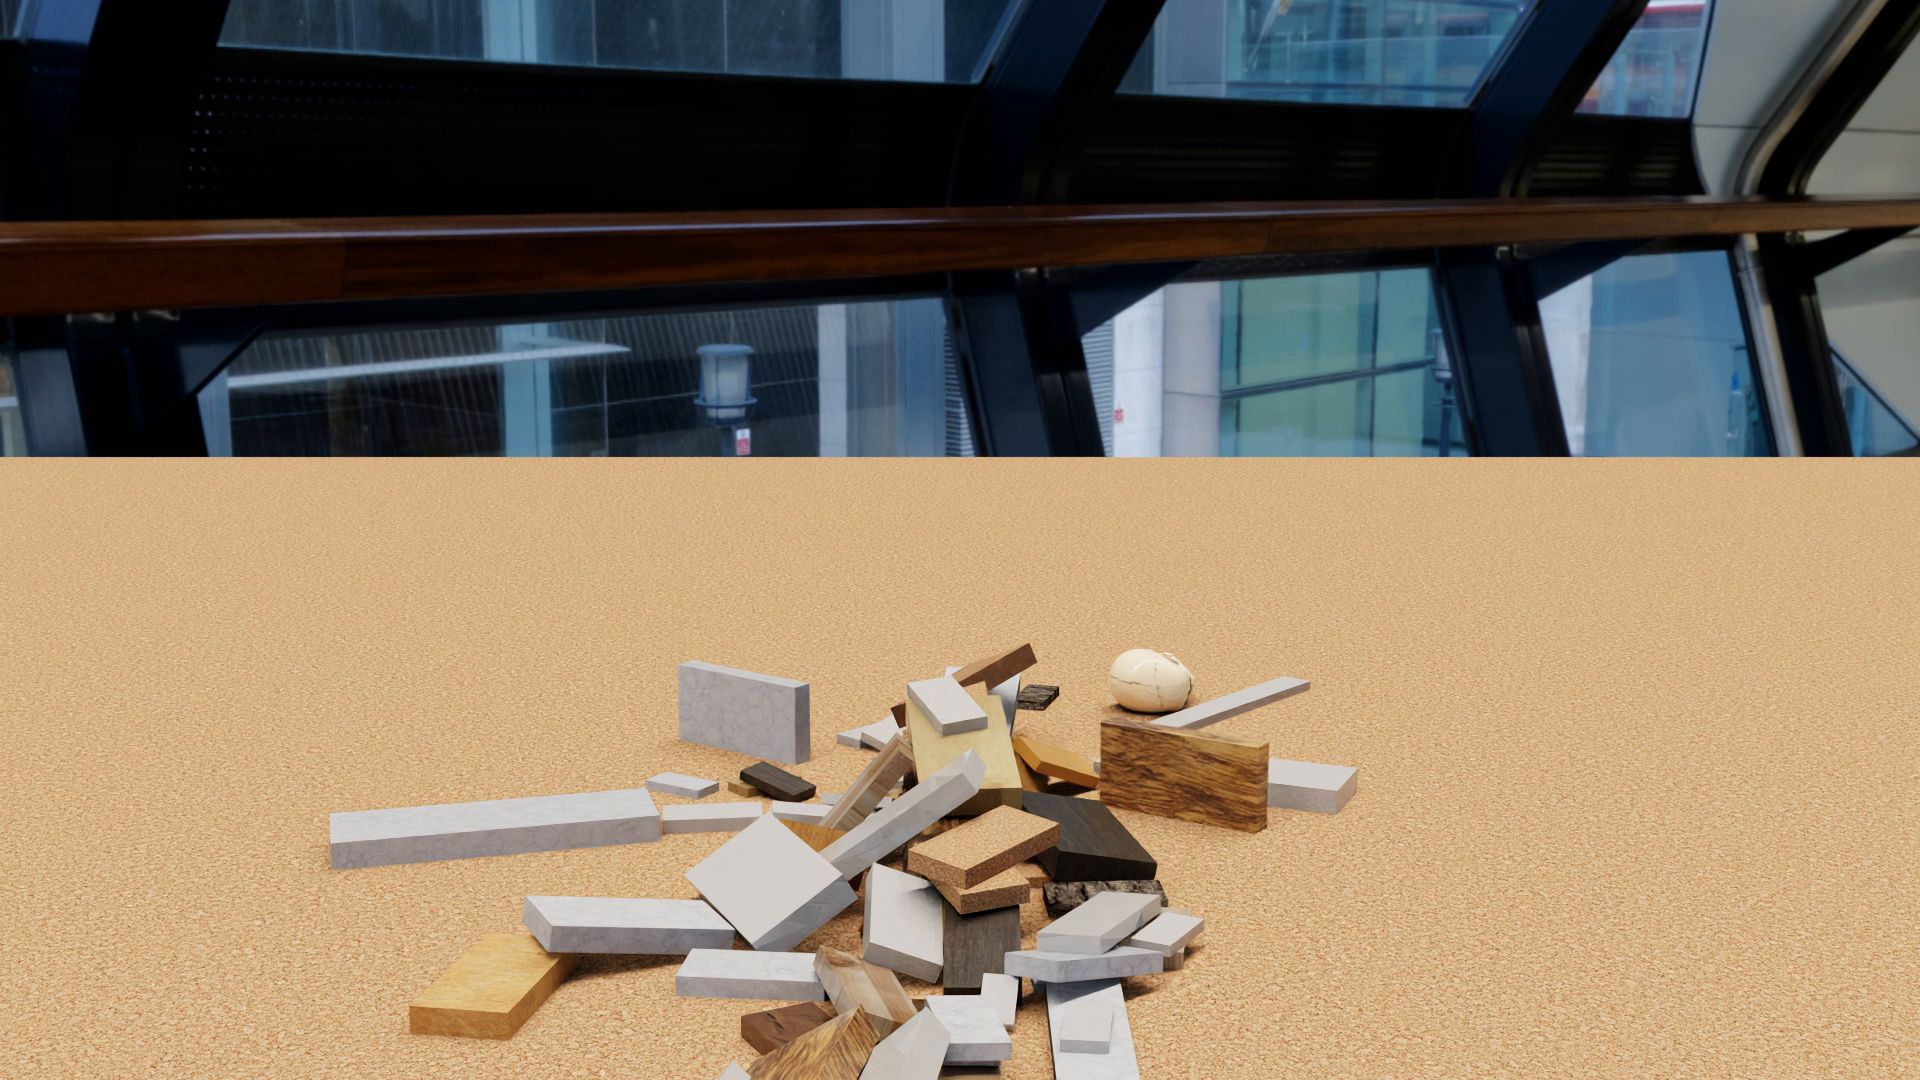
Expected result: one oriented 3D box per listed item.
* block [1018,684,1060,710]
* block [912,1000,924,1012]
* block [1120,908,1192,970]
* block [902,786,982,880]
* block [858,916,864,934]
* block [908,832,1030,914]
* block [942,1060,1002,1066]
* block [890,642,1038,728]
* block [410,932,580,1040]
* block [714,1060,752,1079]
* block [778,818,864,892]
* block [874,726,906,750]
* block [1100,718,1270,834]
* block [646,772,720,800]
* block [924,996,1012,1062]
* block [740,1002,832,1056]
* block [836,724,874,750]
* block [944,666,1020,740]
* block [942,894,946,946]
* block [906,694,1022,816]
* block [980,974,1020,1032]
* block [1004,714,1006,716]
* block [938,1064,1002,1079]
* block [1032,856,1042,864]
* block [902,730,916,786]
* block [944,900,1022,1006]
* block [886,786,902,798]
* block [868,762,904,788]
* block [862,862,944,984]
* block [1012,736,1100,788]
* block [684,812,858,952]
[{"bbox_3d":[0.169,0.351,4.902,0.072,0.020,0.144,3,11,16],"label":"block"},{"bbox_3d":[-0.014,0.662,3.067,0.086,0.024,0.172,3,-6,-9],"label":"block"},{"bbox_3d":[0.307,0.620,3.434,0.097,0.027,0.194,2,11,9],"label":"block"},{"bbox_3d":[-0.009,0.522,3.632,0.171,0.048,0.342,0,28,-2],"label":"block"},{"bbox_3d":[-0.127,0.586,3.523,0.019,0.066,0.131,42,10,-4],"label":"block"},{"bbox_3d":[0.012,0.516,3.445,0.114,0.032,0.229,-6,17,-21],"label":"block"},{"bbox_3d":[0.002,0.678,2.948,0.086,0.024,0.172,2,-4,-6],"label":"block"},{"bbox_3d":[0.011,0.289,4.394,0.156,0.044,0.312,-22,1,34],"label":"block"},{"bbox_3d":[-0.678,0.651,3.225,0.146,0.041,0.292,2,11,10],"label":"block"},{"bbox_3d":[-0.331,0.723,2.672,0.031,0.111,0.221,44,15,0],"label":"block"},{"bbox_3d":[-0.240,0.533,3.728,0.181,0.090,0.026,7,-18,31],"label":"block"},{"bbox_3d":[-0.110,0.408,4.506,0.069,0.020,0.139,23,24,20],"label":"block"},{"bbox_3d":[0.412,0.434,4.069,0.323,0.162,0.046,7,12,32],"label":"block"},{"bbox_3d":[-0.536,0.474,4.244,0.130,0.018,0.065,7,12,32],"label":"block"},{"bbox_3d":[0.009,0.642,2.898,0.086,0.024,0.172,2,8,-10],"label":"block"},{"bbox_3d":[-0.207,0.695,3.018,0.109,0.031,0.219,-6,12,-28],"label":"block"},{"bbox_3d":[-0.183,0.408,4.597,0.070,0.020,0.139,10,15,43],"label":"block"},{"bbox_3d":[0.032,0.359,4.495,0.156,0.044,0.312,4,26,5],"label":"block"},{"bbox_3d":[0.030,0.572,3.451,0.114,0.032,0.229,0,28,-1],"label":"block"},{"bbox_3d":[0.003,0.371,3.826,0.171,0.048,0.342,-2,23,-5],"label":"block"},{"bbox_3d":[0.055,0.662,3.147,0.052,0.015,0.103,3,30,5],"label":"block"},{"bbox_3d":[0.012,0.429,4.229,0.156,0.044,0.312,0,23,0],"label":"block"},{"bbox_3d":[-0.002,0.702,2.844,0.110,0.031,0.221,2,-2,2],"label":"block"},{"bbox_3d":[0.158,0.546,3.855,0.068,0.019,0.135,-1,11,-7],"label":"block"},{"bbox_3d":[-0.013,0.461,3.839,0.171,0.048,0.342,-1,36,-2],"label":"block"},{"bbox_3d":[0.034,0.613,3.295,0.114,0.032,0.229,0,26,0],"label":"block"},{"bbox_3d":[-0.129,0.480,4.148,0.060,0.017,0.120,3,-1,14],"label":"block"},{"bbox_3d":[-0.129,0.461,4.308,0.069,0.020,0.139,-3,11,-17],"label":"block"},{"bbox_3d":[-0.087,0.582,3.359,0.116,0.033,0.232,20,20,-9],"label":"block"},{"bbox_3d":[0.185,0.427,4.226,0.172,0.024,0.086,21,16,-42],"label":"block"},{"bbox_3d":[-0.307,0.552,3.511,0.173,0.049,0.346,-36,22,-14],"label":"block"}]
